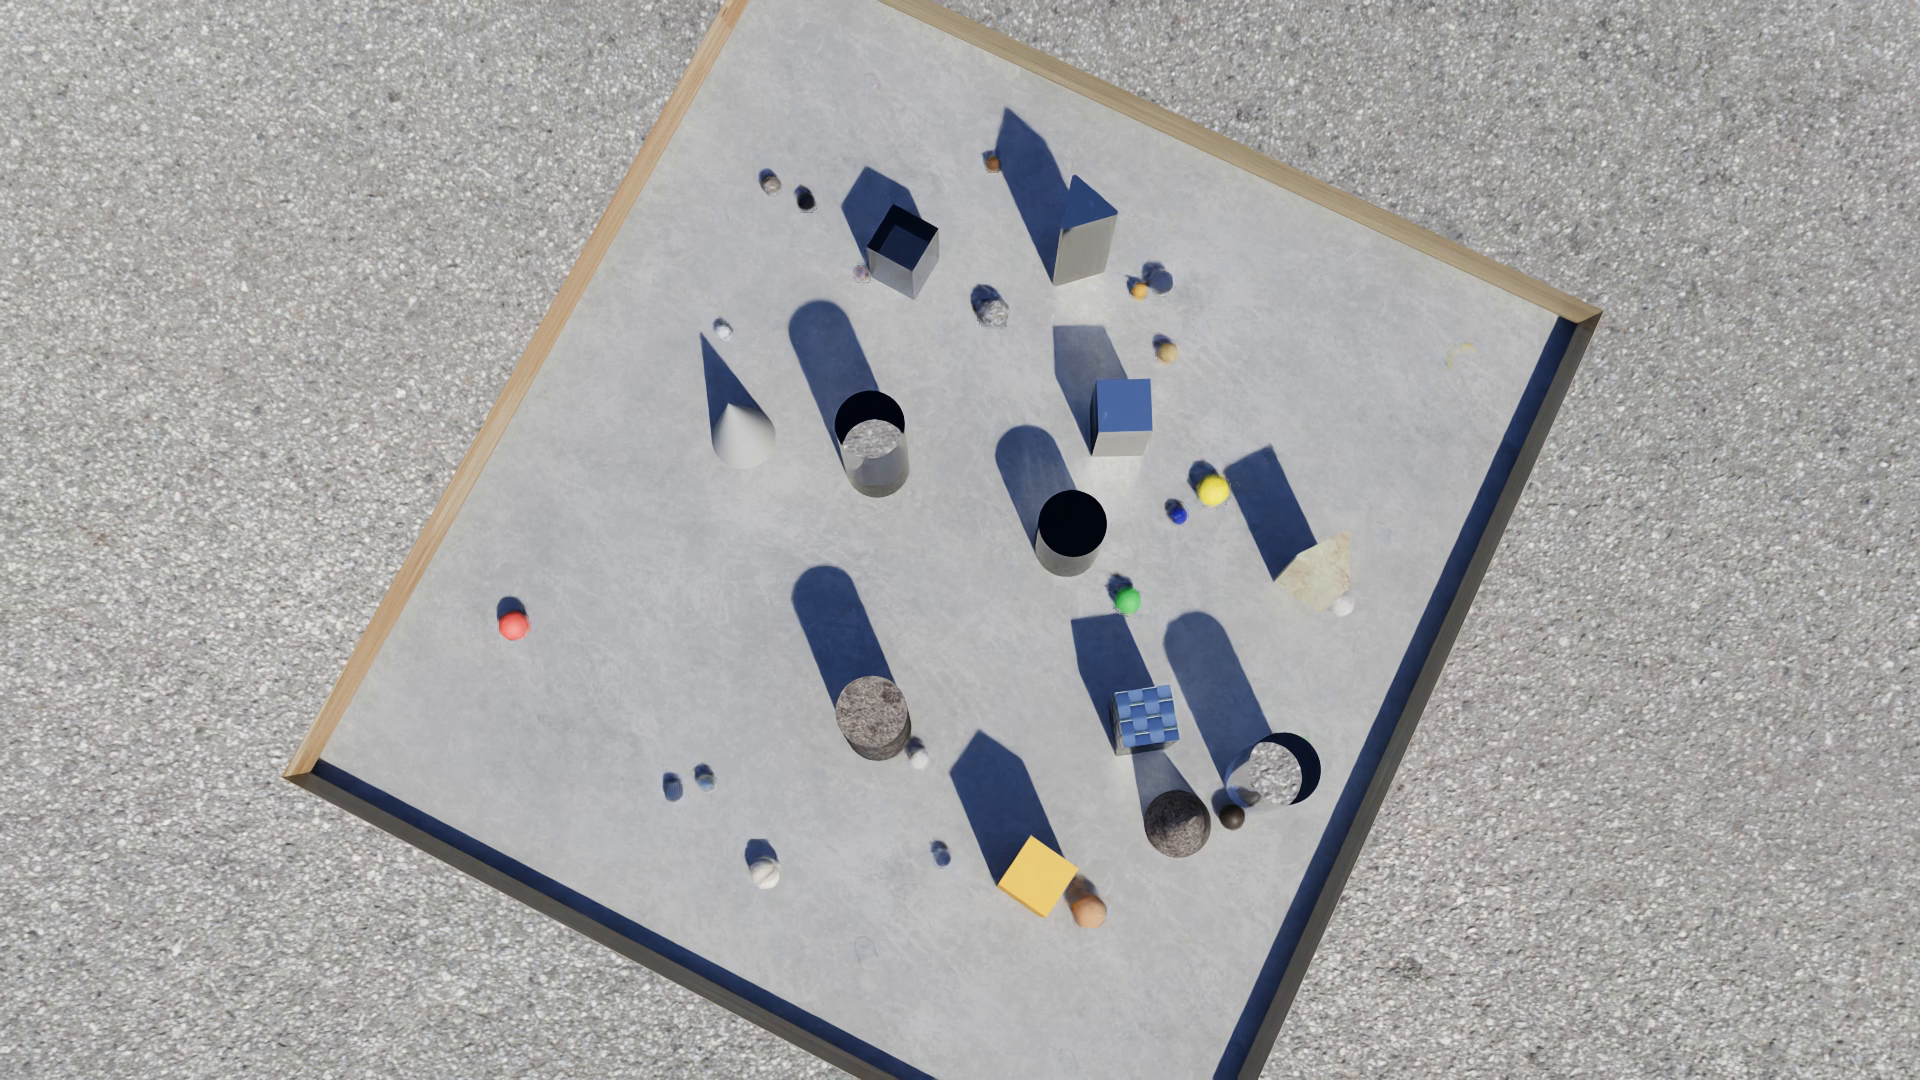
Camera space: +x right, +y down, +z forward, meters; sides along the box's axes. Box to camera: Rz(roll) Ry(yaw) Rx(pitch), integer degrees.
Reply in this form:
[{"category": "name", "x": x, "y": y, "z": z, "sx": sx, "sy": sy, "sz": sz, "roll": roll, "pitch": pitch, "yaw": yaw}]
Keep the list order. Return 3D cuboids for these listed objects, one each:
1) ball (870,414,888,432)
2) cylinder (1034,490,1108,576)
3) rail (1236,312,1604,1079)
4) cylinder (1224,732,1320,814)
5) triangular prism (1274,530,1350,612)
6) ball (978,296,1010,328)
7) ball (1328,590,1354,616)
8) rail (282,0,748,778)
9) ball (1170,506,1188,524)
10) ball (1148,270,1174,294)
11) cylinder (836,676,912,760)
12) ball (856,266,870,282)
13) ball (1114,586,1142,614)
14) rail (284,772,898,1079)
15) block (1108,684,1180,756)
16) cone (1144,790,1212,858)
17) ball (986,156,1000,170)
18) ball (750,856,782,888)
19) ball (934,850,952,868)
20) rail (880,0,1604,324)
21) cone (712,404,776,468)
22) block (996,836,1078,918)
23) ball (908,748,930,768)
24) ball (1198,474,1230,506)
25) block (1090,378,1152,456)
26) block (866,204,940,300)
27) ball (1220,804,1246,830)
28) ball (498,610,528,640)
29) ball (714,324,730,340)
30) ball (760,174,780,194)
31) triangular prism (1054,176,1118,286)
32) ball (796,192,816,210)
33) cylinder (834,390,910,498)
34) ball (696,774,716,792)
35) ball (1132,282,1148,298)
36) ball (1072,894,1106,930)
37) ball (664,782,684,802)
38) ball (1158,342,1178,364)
[{"category": "ball", "x": -0.250, "y": -0.360, "z": 5.655, "sx": 0.055, "sy": 0.055, "sz": 0.055, "roll": 0, "pitch": 78, "yaw": 0}, {"category": "cylinder", "x": 0.326, "y": -0.016, "z": 5.459, "sx": 0.199, "sy": 0.315, "sz": 0.199, "roll": 0, "pitch": 78, "yaw": 0}, {"category": "rail", "x": 1.277, "y": 0.632, "z": 5.419, "sx": 0.045, "sy": 0.129, "sz": 3.047, "roll": 26, "pitch": 80, "yaw": 5}, {"category": "cylinder", "x": 0.889, "y": 0.672, "z": 5.242, "sx": 0.199, "sy": 0.461, "sz": 0.199, "roll": 0, "pitch": 78, "yaw": 0}, {"category": "triangular prism", "x": 1.069, "y": 0.072, "z": 5.404, "sx": 0.172, "sy": 0.388, "sz": 0.149, "roll": 33, "pitch": 80, "yaw": 6}, {"category": "ball", "x": 0.105, "y": -0.711, "z": 5.714, "sx": 0.098, "sy": 0.098, "sz": 0.098, "roll": 0, "pitch": 78, "yaw": 0}, {"category": "ball", "x": 1.149, "y": 0.189, "z": 5.535, "sx": 0.083, "sy": 0.083, "sz": 0.083, "roll": 0, "pitch": 78, "yaw": 0}, {"category": "rail", "x": -1.277, "y": -0.619, "z": 5.678, "sx": 0.045, "sy": 0.129, "sz": 3.047, "roll": 26, "pitch": 80, "yaw": 5}, {"category": "ball", "x": 0.670, "y": -0.075, "z": 5.604, "sx": 0.054, "sy": 0.054, "sz": 0.054, "roll": 0, "pitch": 78, "yaw": 0}, {"category": "ball", "x": 0.630, "y": -0.809, "z": 5.744, "sx": 0.079, "sy": 0.079, "sz": 0.079, "roll": 0, "pitch": 78, "yaw": 0}, {"category": "cylinder", "x": -0.245, "y": 0.519, "z": 5.283, "sx": 0.199, "sy": 0.444, "sz": 0.199, "roll": 0, "pitch": 78, "yaw": 0}, {"category": "ball", "x": -0.307, "y": -0.838, "z": 5.767, "sx": 0.046, "sy": 0.046, "sz": 0.046, "roll": 0, "pitch": 78, "yaw": 0}, {"category": "ball", "x": 0.508, "y": 0.183, "z": 5.537, "sx": 0.082, "sy": 0.082, "sz": 0.082, "roll": 0, "pitch": 78, "yaw": 0}, {"category": "rail", "x": -0.671, "y": 1.320, "z": 5.276, "sx": 2.904, "sy": 0.129, "sz": 0.045, "roll": 26, "pitch": 80, "yaw": 5}, {"category": "block", "x": 0.534, "y": 0.530, "z": 5.360, "sx": 0.159, "sy": 0.287, "sz": 0.159, "roll": -8, "pitch": 78, "yaw": -2}, {"category": "cone", "x": 0.646, "y": 0.800, "z": 5.233, "sx": 0.199, "sy": 0.426, "sz": 0.199, "roll": 0, "pitch": 78, "yaw": 0}, {"category": "ball", "x": 0.105, "y": -1.202, "z": 5.841, "sx": 0.048, "sy": 0.048, "sz": 0.048, "roll": 0, "pitch": 78, "yaw": 0}, {"category": "ball", "x": -0.570, "y": 0.975, "z": 5.368, "sx": 0.092, "sy": 0.092, "sz": 0.092, "roll": 0, "pitch": 78, "yaw": 0}, {"category": "ball", "x": -0.050, "y": 0.939, "z": 5.397, "sx": 0.049, "sy": 0.049, "sz": 0.049, "roll": 0, "pitch": 78, "yaw": 0}, {"category": "rail", "x": 0.671, "y": -1.307, "z": 5.820, "sx": 2.904, "sy": 0.129, "sz": 0.045, "roll": 26, "pitch": 80, "yaw": 5}, {"category": "cone", "x": -0.670, "y": -0.356, "z": 5.491, "sx": 0.199, "sy": 0.390, "sz": 0.199, "roll": 0, "pitch": 78, "yaw": 0}, {"category": "block", "x": 0.216, "y": 0.963, "z": 5.228, "sx": 0.159, "sy": 0.371, "sz": 0.159, "roll": 34, "pitch": 80, "yaw": 7}, {"category": "ball", "x": -0.122, "y": 0.650, "z": 5.447, "sx": 0.061, "sy": 0.061, "sz": 0.061, "roll": 0, "pitch": 78, "yaw": 0}, {"category": "ball", "x": 0.773, "y": -0.152, "z": 5.599, "sx": 0.097, "sy": 0.097, "sz": 0.097, "roll": 0, "pitch": 78, "yaw": 0}, {"category": "block", "x": 0.485, "y": -0.367, "z": 5.541, "sx": 0.159, "sy": 0.296, "sz": 0.159, "roll": -1, "pitch": 78, "yaw": 0}, {"category": "block", "x": -0.173, "y": -0.887, "z": 5.666, "sx": 0.159, "sy": 0.263, "sz": 0.159, "roll": 29, "pitch": 80, "yaw": 6}, {"category": "ball", "x": 0.803, "y": 0.817, "z": 5.408, "sx": 0.077, "sy": 0.077, "sz": 0.077, "roll": 0, "pitch": 78, "yaw": 0}, {"category": "ball", "x": -1.346, "y": 0.258, "z": 5.518, "sx": 0.089, "sy": 0.089, "sz": 0.089, "roll": 0, "pitch": 78, "yaw": 0}, {"category": "ball", "x": -0.742, "y": -0.653, "z": 5.727, "sx": 0.049, "sy": 0.049, "sz": 0.049, "roll": 0, "pitch": 78, "yaw": 0}, {"category": "ball", "x": -0.601, "y": -1.129, "z": 5.819, "sx": 0.062, "sy": 0.062, "sz": 0.062, "roll": 0, "pitch": 78, "yaw": 0}, {"category": "triangular prism", "x": 0.355, "y": -0.946, "z": 5.564, "sx": 0.172, "sy": 0.486, "sz": 0.149, "roll": -17, "pitch": 79, "yaw": -3}, {"category": "ball", "x": -0.488, "y": -1.073, "z": 5.809, "sx": 0.059, "sy": 0.059, "sz": 0.059, "roll": 0, "pitch": 78, "yaw": 0}, {"category": "cylinder", "x": -0.255, "y": -0.277, "z": 5.423, "sx": 0.199, "sy": 0.491, "sz": 0.199, "roll": 0, "pitch": 78, "yaw": 0}, {"category": "ball", "x": -0.754, "y": 0.722, "z": 5.439, "sx": 0.055, "sy": 0.055, "sz": 0.055, "roll": 0, "pitch": 78, "yaw": 0}, {"category": "ball", "x": 0.564, "y": -0.784, "z": 5.753, "sx": 0.051, "sy": 0.051, "sz": 0.051, "roll": 0, "pitch": 78, "yaw": 0}, {"category": "ball", "x": 0.377, "y": 1.085, "z": 5.341, "sx": 0.100, "sy": 0.100, "sz": 0.100, "roll": 0, "pitch": 78, "yaw": 0}, {"category": "ball", "x": -0.849, "y": 0.748, "z": 5.433, "sx": 0.057, "sy": 0.057, "sz": 0.057, "roll": 0, "pitch": 78, "yaw": 0}, {"category": "ball", "x": 0.648, "y": -0.583, "z": 5.704, "sx": 0.066, "sy": 0.066, "sz": 0.066, "roll": 0, "pitch": 78, "yaw": 0}]
